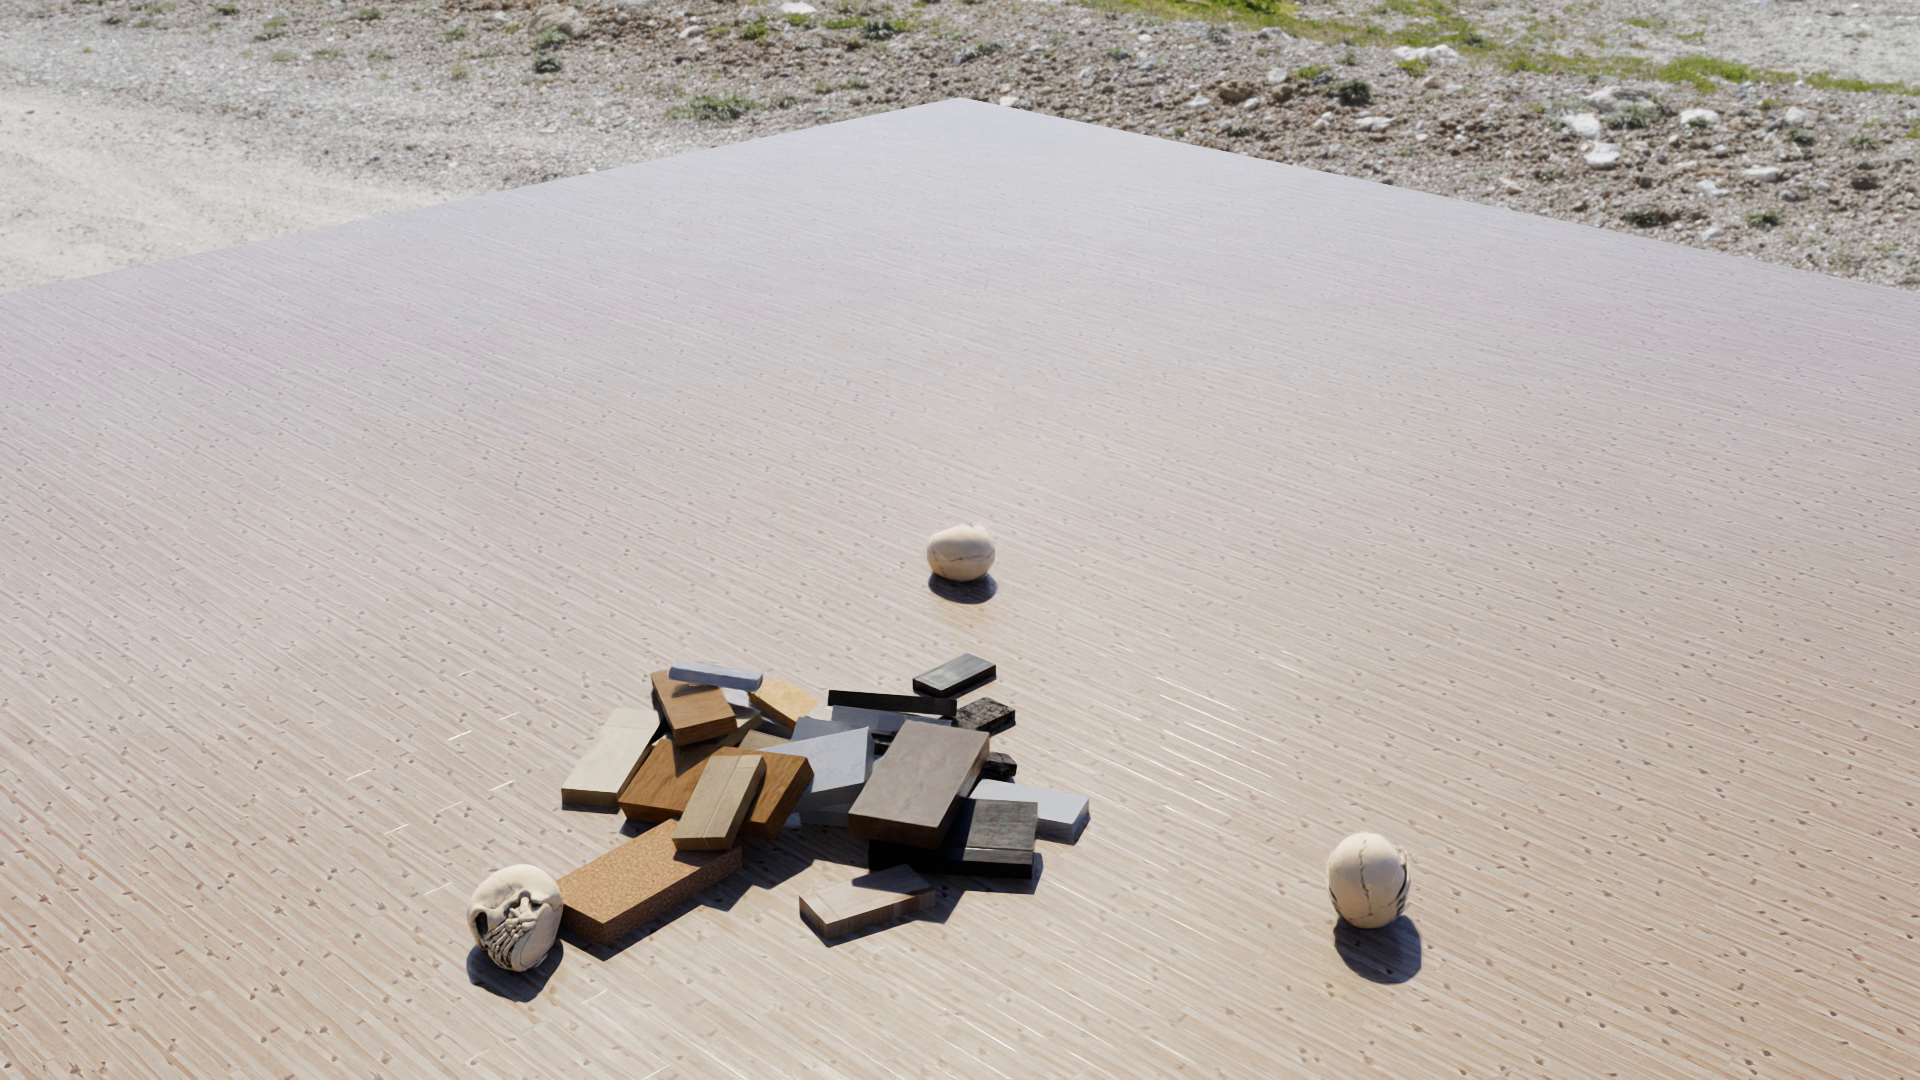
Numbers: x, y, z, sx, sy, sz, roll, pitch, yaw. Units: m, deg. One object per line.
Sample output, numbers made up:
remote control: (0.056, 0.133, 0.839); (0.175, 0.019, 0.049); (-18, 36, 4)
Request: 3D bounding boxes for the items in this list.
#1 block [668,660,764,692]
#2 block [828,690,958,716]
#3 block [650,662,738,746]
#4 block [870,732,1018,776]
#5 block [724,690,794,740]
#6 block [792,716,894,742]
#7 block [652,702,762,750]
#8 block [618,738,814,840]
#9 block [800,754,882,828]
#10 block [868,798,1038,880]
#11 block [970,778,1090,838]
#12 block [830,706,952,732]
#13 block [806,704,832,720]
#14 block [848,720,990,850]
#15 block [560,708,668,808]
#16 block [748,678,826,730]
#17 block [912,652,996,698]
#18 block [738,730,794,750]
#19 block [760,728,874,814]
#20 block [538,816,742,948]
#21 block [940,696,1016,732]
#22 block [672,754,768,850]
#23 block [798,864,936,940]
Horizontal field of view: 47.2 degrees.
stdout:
block: (-0.528, 0.295, 4.772); (0.189, 0.027, 0.094); (8, 7, 3)
block: (-0.146, 0.354, 4.774); (0.251, 0.036, 0.126); (3, -5, 23)
block: (-0.575, 0.346, 4.721); (0.126, 0.036, 0.540); (-13, 11, -11)
block: (-0.045, 0.444, 4.560); (0.318, 0.026, 0.090); (10, 7, -12)
block: (-0.392, 0.389, 4.810); (0.315, 0.027, 0.095); (19, 30, 38)
block: (-0.253, 0.438, 4.619); (0.208, 0.029, 0.104); (7, 61, 16)
block: (-0.535, 0.412, 4.661); (0.118, 0.034, 0.237); (12, 26, 26)
block: (-0.488, 0.495, 4.392); (0.356, 0.050, 0.178); (4, 43, 29)
block: (-0.153, 0.510, 4.436); (0.316, 0.045, 0.158); (4, 43, 10)
block: (-0.012, 0.576, 4.283); (0.316, 0.045, 0.158); (3, 42, 6)
block: (0.135, 0.541, 4.444); (0.229, 0.032, 0.114); (8, 24, 18)
block: (-0.143, 0.383, 4.653); (0.126, 0.036, 0.251); (6, -4, 37)
block: (-0.270, 0.388, 4.697); (0.111, 0.016, 0.055); (21, 32, 23)
block: (-0.076, 0.477, 4.330); (0.178, 0.050, 0.356); (7, 28, 15)
block: (-0.726, 0.456, 4.644); (0.118, 0.034, 0.360); (4, 23, 9)
block: (-0.373, 0.360, 4.809); (0.095, 0.027, 0.189); (-17, 28, -34)
block: (-0.012, 0.310, 4.998); (0.090, 0.026, 0.181); (20, 30, 39)
block: (-0.371, 0.465, 4.577); (0.208, 0.029, 0.104); (12, 49, 26)
block: (-0.333, 0.477, 4.423); (0.316, 0.045, 0.158); (-12, 37, 11)
block: (-0.604, 0.643, 4.180); (0.178, 0.050, 0.356); (18, 29, 36)
block: (0.025, 0.396, 4.795); (0.181, 0.026, 0.090); (-21, 31, -40)
block: (-0.467, 0.510, 4.283); (0.114, 0.032, 0.229); (-4, 36, 21)
block: (-0.174, 0.676, 4.127); (0.229, 0.032, 0.114); (-13, 26, -27)
